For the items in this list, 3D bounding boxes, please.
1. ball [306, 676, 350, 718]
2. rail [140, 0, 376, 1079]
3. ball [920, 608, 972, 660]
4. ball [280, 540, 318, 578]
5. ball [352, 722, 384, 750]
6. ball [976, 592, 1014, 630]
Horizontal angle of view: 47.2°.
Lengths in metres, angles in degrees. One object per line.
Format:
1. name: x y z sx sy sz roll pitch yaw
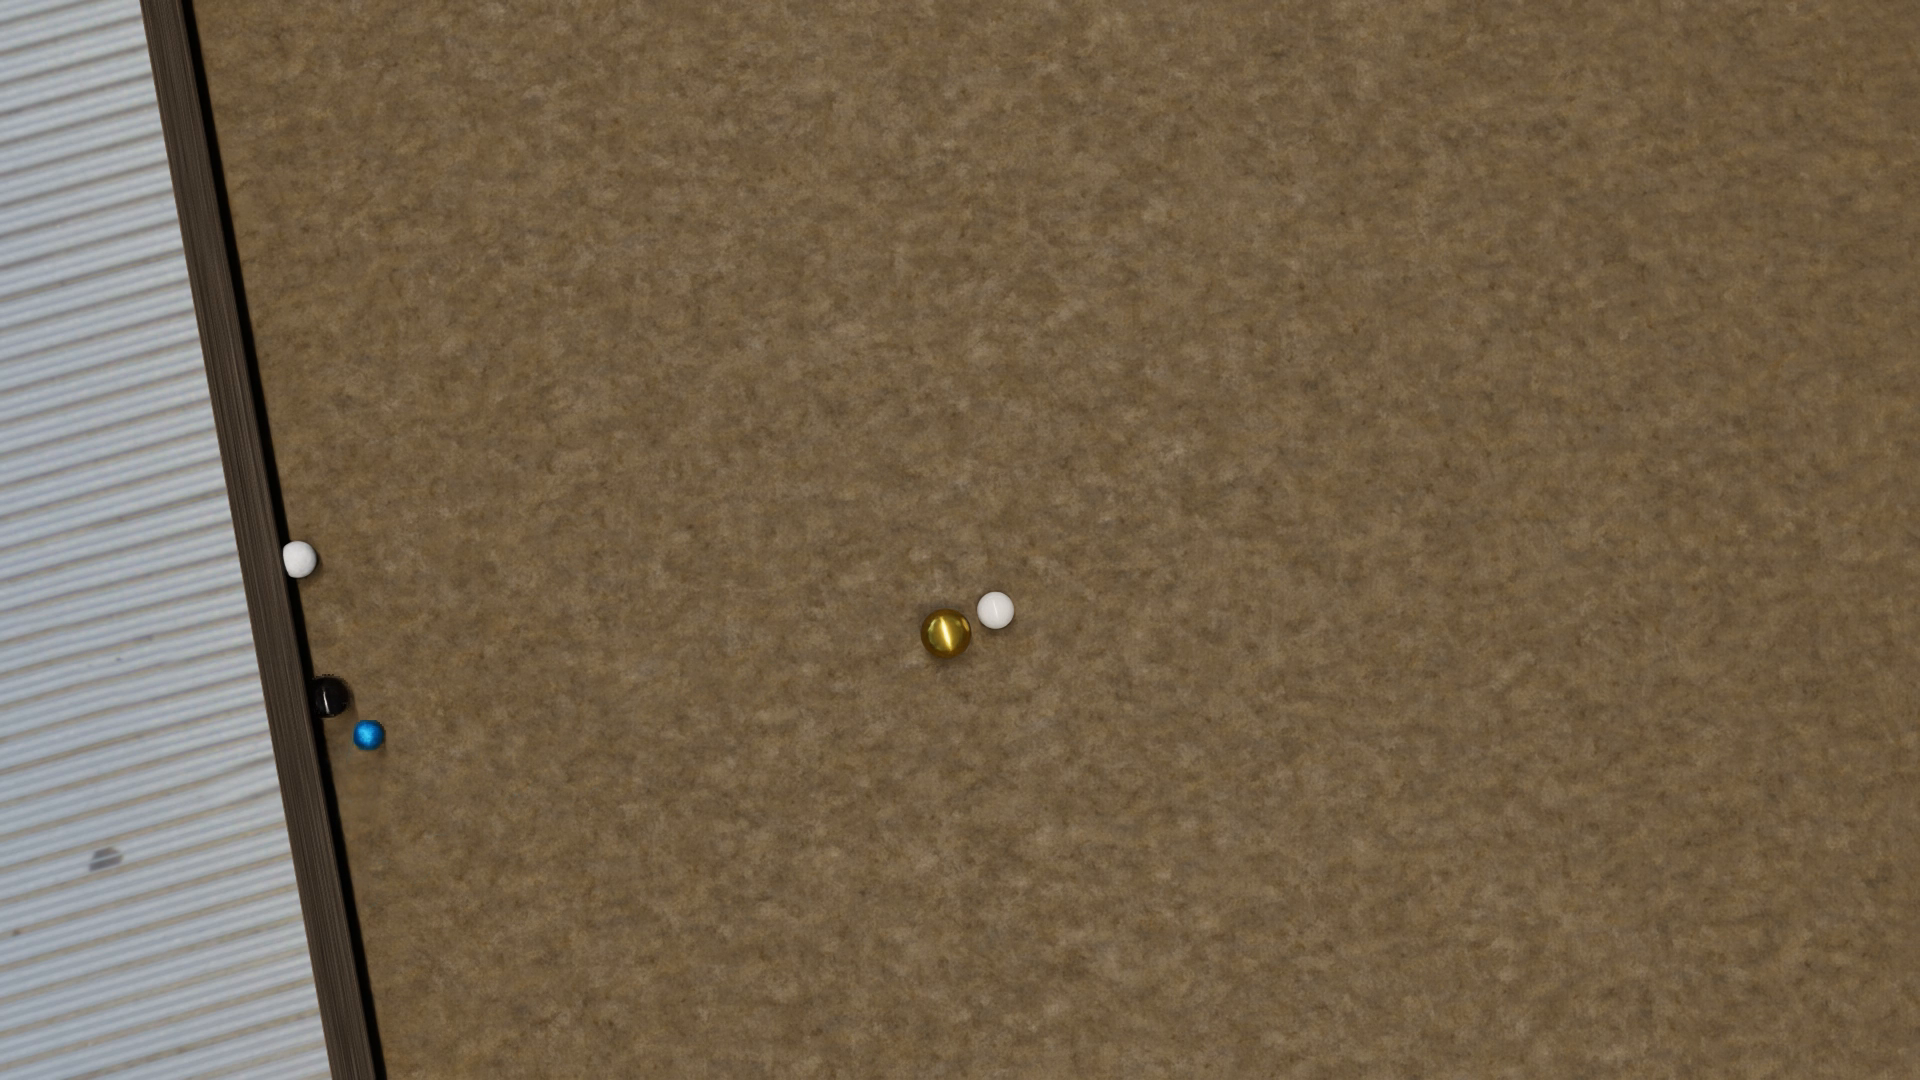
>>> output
1. ball: -0.930 0.231 3.232 0.062 0.062 0.062 0 83 0
2. rail: -0.979 0.206 3.208 0.045 0.114 2.387 -12 84 -1
3. ball: -0.020 0.138 3.236 0.076 0.076 0.076 0 83 0
4. ball: -0.981 0.029 3.259 0.055 0.055 0.055 0 83 0
5. ball: -0.871 0.288 3.235 0.043 0.043 0.043 0 83 0
6. ball: 0.053 0.104 3.250 0.055 0.055 0.055 0 83 0
